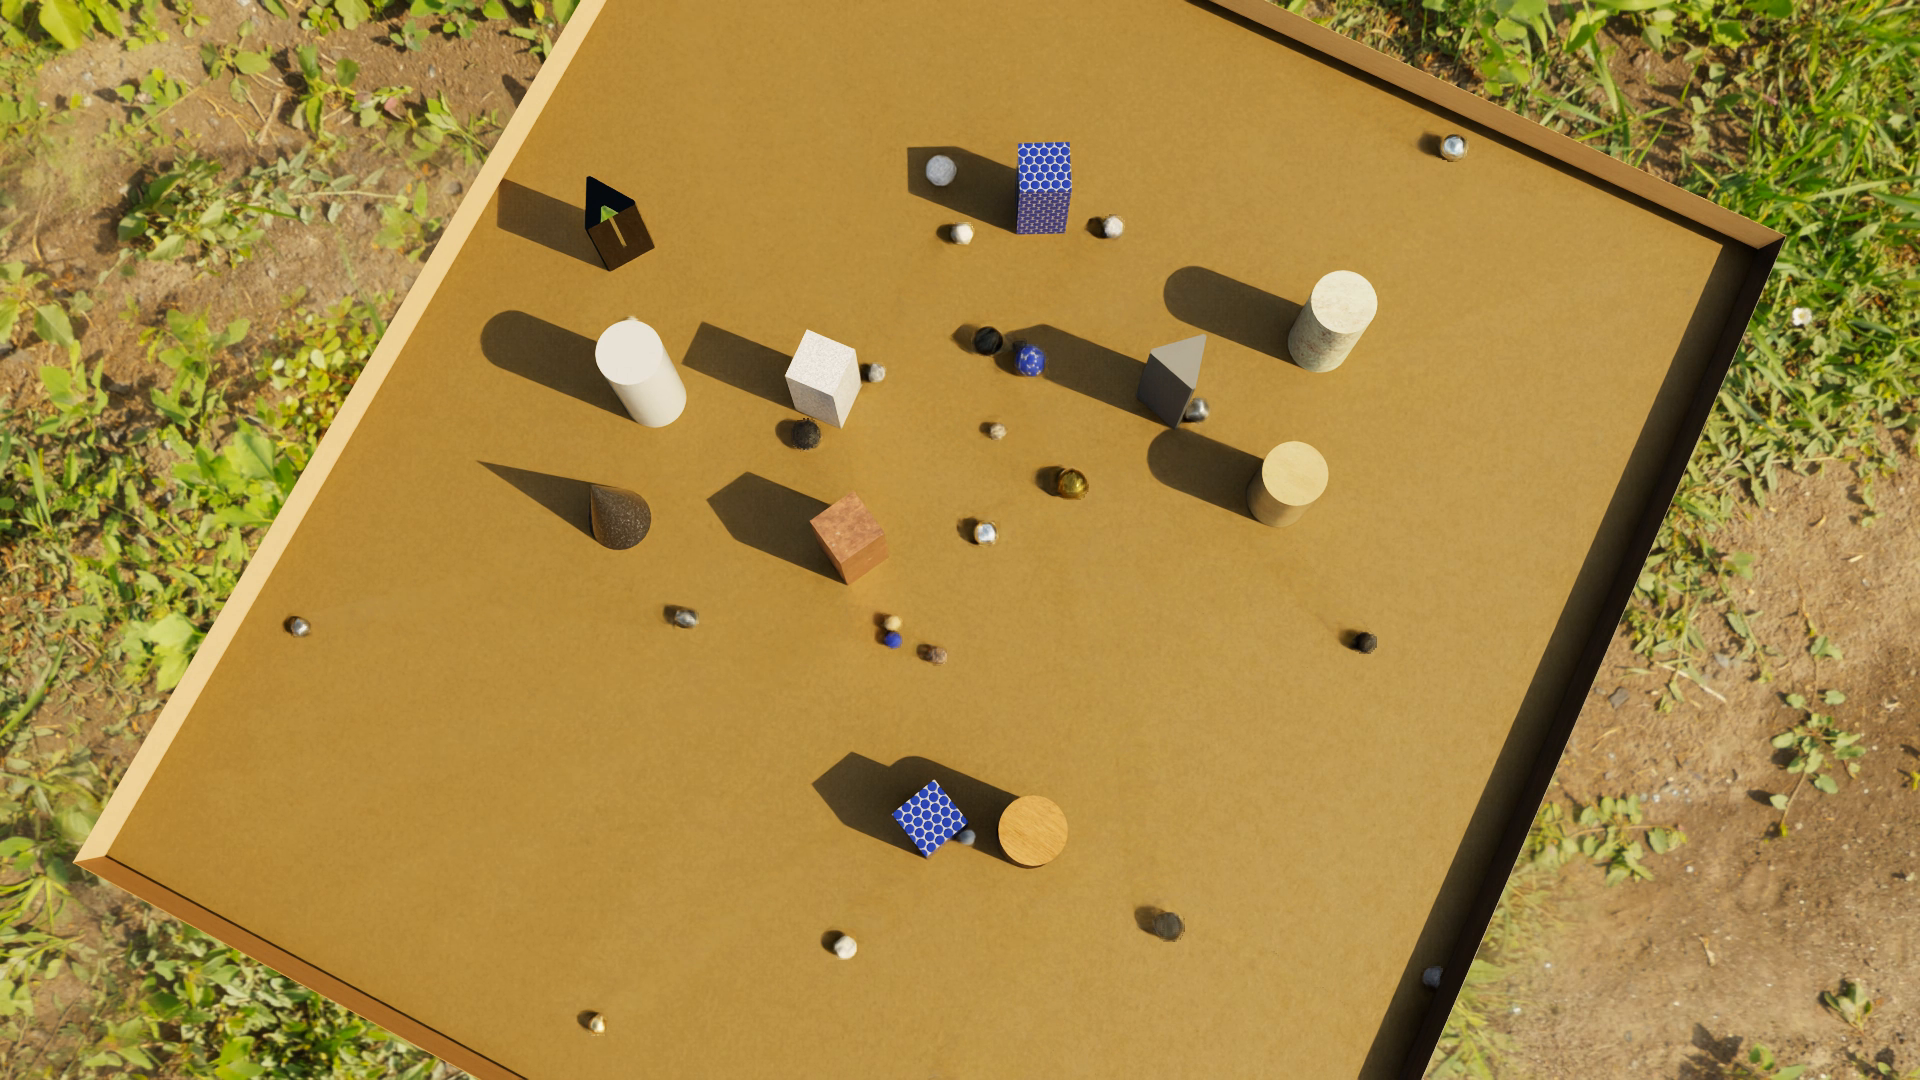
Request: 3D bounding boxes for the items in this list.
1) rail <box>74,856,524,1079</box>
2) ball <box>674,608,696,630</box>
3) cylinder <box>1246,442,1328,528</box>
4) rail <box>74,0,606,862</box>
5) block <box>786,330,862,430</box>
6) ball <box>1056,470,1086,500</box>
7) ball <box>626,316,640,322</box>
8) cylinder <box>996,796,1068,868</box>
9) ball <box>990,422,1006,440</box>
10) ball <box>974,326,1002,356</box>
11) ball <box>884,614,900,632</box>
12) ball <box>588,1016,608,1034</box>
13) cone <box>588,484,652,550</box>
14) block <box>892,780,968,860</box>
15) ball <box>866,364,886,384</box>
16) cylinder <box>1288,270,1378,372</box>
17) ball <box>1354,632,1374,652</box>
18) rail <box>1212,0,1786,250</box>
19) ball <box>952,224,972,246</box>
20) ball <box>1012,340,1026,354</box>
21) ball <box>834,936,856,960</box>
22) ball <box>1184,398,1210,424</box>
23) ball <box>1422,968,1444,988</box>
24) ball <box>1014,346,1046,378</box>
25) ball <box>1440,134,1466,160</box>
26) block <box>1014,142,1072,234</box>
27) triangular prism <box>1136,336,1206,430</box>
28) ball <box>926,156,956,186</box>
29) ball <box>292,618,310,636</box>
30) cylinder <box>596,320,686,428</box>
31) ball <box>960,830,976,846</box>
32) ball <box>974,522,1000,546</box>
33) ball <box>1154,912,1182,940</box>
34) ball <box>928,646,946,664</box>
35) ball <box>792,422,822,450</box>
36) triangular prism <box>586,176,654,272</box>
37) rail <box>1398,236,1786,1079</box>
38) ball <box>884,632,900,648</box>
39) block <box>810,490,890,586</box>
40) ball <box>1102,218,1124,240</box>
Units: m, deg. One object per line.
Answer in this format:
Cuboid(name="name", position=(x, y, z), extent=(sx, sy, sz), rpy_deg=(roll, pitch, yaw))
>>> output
Cuboid(name="rail", position=(-0.886, 1.741, 5.191), extent=(3.731, 0.125, 0.045), rpy_deg=(26, 80, 5))
Cuboid(name="ball", position=(-0.829, 0.237, 5.535), extent=(0.065, 0.065, 0.065), rpy_deg=(0, 78, 0))
Cuboid(name="cylinder", position=(0.978, -0.163, 5.494), extent=(0.193, 0.306, 0.193), rpy_deg=(0, 78, 0))
Cuboid(name="rail", position=(-1.648, -0.800, 5.717), extent=(0.045, 0.125, 4.008), rpy_deg=(26, 80, 5))
Cuboid(name="block", position=(-0.408, -0.480, 5.528), extent=(0.155, 0.367, 0.155), rpy_deg=(23, 79, 5))
Cuboid(name="ball", position=(0.342, -0.171, 5.605), extent=(0.092, 0.092, 0.092), rpy_deg=(0, 78, 0))
Cuboid(name="ball", position=(-1.026, -0.675, 5.732), extent=(0.048, 0.048, 0.048), rpy_deg=(0, 78, 0))
Cuboid(name="cylinder", position=(0.203, 0.843, 5.266), extent=(0.193, 0.346, 0.193), rpy_deg=(0, 78, 0))
Cuboid(name="ball", position=(0.117, -0.336, 5.659), extent=(0.052, 0.052, 0.052), rpy_deg=(0, 78, 0))
Cuboid(name="ball", position=(0.087, -0.618, 5.697), extent=(0.092, 0.092, 0.092), rpy_deg=(0, 78, 0))
Cuboid(name="ball", position=(-0.207, 0.251, 5.538), extent=(0.051, 0.051, 0.051), rpy_deg=(0, 78, 0))
Cuboid(name="ball", position=(-1.047, 1.402, 5.298), extent=(0.056, 0.056, 0.056), rpy_deg=(0, 78, 0))
Cuboid(name="cone", position=(-1.045, -0.110, 5.404), extent=(0.193, 0.461, 0.193), rpy_deg=(0, 78, 0))
Cuboid(name="block", position=(-0.085, 0.814, 5.319), extent=(0.155, 0.254, 0.155), rpy_deg=(-39, 81, -7))
Cuboid(name="ball", position=(-0.262, -0.517, 5.694), extent=(0.059, 0.059, 0.059), rpy_deg=(0, 78, 0))
Cuboid(name="cylinder", position=(1.124, -0.657, 5.552), extent=(0.193, 0.392, 0.193), rpy_deg=(0, 78, 0))
Cuboid(name="ball", position=(1.219, 0.308, 5.522), extent=(0.060, 0.060, 0.060), rpy_deg=(0, 78, 0))
Cuboid(name="rail", position=(0.886, -1.728, 5.909), extent=(3.731, 0.125, 0.045), rpy_deg=(26, 80, 5))
Cuboid(name="ball", position=(0.006, -0.964, 5.781), extent=(0.068, 0.068, 0.068), rpy_deg=(0, 78, 0))
Cuboid(name="ball", position=(0.186, -0.603, 5.719), extent=(0.044, 0.044, 0.044), rpy_deg=(0, 78, 0))
Cuboid(name="ball", position=(-0.333, 1.187, 5.337), extent=(0.066, 0.066, 0.066), rpy_deg=(0, 78, 0))
Cuboid(name="ball", position=(0.732, -0.399, 5.659), extent=(0.079, 0.079, 0.079), rpy_deg=(0, 78, 0))
Cuboid(name="ball", position=(1.375, 1.273, 5.323), extent=(0.059, 0.059, 0.059), rpy_deg=(0, 78, 0))
Cuboid(name="ball", position=(0.218, -0.553, 5.682), extent=(0.096, 0.096, 0.096), rpy_deg=(0, 78, 0))
Cuboid(name="ball", position=(1.568, -1.252, 5.833), extent=(0.082, 0.082, 0.082), rpy_deg=(0, 78, 0))
Cuboid(name="block", position=(0.254, -1.083, 5.662), extent=(0.155, 0.349, 0.155), rpy_deg=(-2, 78, 0))
Cuboid(name="triangular prism", position=(0.659, -0.494, 5.491), extent=(0.167, 0.446, 0.145), rpy_deg=(43, 81, 8))
Cuboid(name="ball", position=(-0.060, -1.171, 5.810), extent=(0.097, 0.097, 0.097), rpy_deg=(0, 78, 0))
Cuboid(name="ball", position=(-1.990, 0.265, 5.533), extent=(0.056, 0.056, 0.056), rpy_deg=(0, 78, 0))
Cuboid(name="cylinder", position=(-0.949, -0.491, 5.481), extent=(0.193, 0.464, 0.193), rpy_deg=(0, 78, 0))
Cuboid(name="ball", position=(0.021, 0.878, 5.411), extent=(0.047, 0.047, 0.047), rpy_deg=(0, 78, 0))
Cuboid(name="ball", position=(0.081, -0.019, 5.581), extent=(0.078, 0.078, 0.078), rpy_deg=(0, 78, 0))
Cuboid(name="ball", position=(0.609, 1.126, 5.342), extent=(0.082, 0.082, 0.082), rpy_deg=(0, 78, 0))
Cuboid(name="ball", position=(-0.072, 0.346, 5.518), extent=(0.053, 0.053, 0.053), rpy_deg=(0, 78, 0))
Cuboid(name="ball", position=(-0.470, -0.321, 5.637), extent=(0.089, 0.089, 0.089), rpy_deg=(0, 78, 0))
Cuboid(name="triangular prism", position=(-1.074, -0.988, 5.636), extent=(0.167, 0.363, 0.145), rpy_deg=(-30, 80, -6))
Cuboid(name="rail", position=(1.648, 0.813, 5.383), extent=(0.045, 0.125, 4.008), rpy_deg=(26, 80, 5))
Cuboid(name="ball", position=(-0.204, 0.301, 5.530), extent=(0.048, 0.048, 0.048), rpy_deg=(0, 78, 0))
Cuboid(name="block", position=(-0.324, -0.002, 5.436), extent=(0.155, 0.355, 0.155), rpy_deg=(-35, 80, -7))
Cuboid(name="ball", position=(0.482, -0.984, 5.785), extent=(0.069, 0.069, 0.069), rpy_deg=(0, 78, 0))
